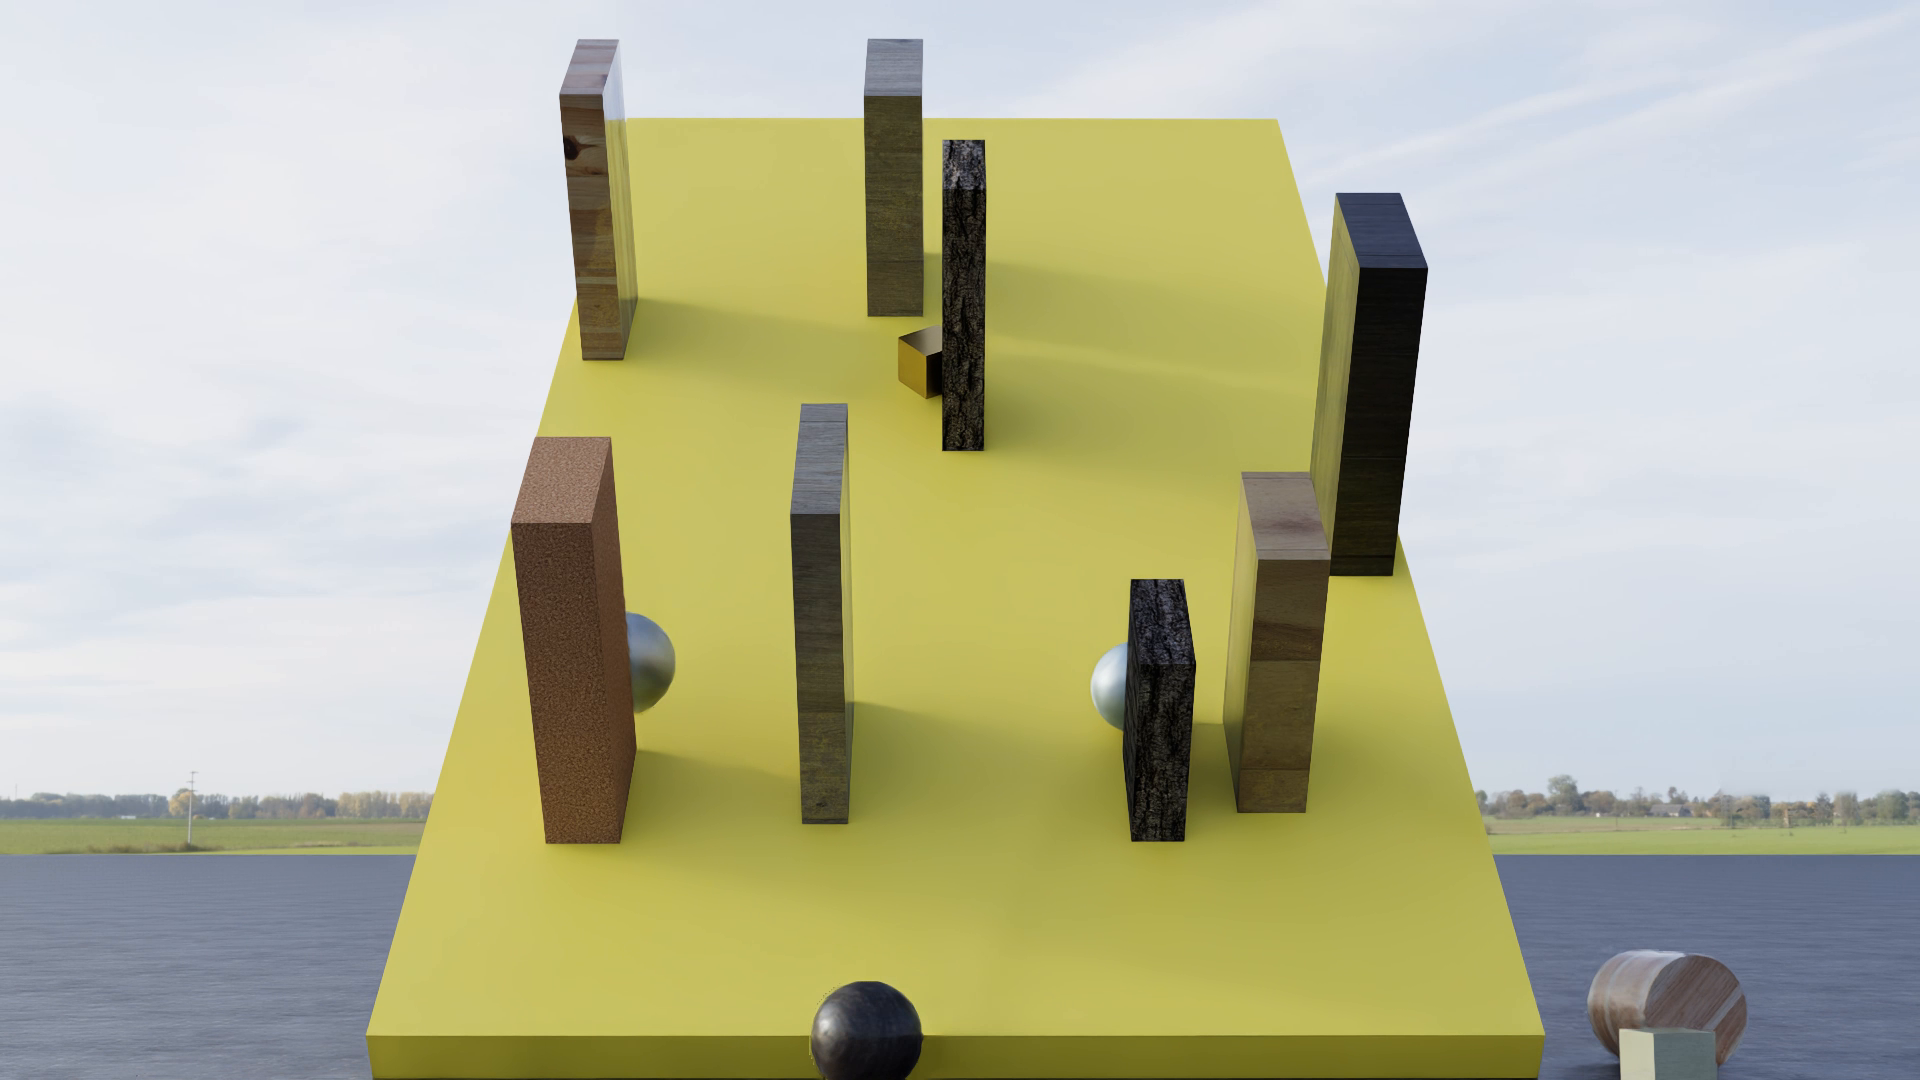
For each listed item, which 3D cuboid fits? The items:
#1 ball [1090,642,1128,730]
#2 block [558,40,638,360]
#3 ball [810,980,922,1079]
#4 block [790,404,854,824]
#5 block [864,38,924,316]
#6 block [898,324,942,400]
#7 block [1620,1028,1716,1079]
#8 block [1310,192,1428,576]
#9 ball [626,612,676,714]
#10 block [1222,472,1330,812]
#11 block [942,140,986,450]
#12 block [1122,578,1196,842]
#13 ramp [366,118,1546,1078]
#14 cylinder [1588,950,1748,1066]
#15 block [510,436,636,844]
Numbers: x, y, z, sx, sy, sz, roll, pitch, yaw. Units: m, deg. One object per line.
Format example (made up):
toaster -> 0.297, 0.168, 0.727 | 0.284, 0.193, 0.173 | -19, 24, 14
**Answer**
ball -> 0.350, 0.291, 4.854 | 0.182, 0.182, 0.182 | 0, -7, 0
block -> -0.902, -0.852, 6.154 | 0.103, 0.715, 0.360 | 0, 32, 0
ball -> -0.150, 0.800, 3.943 | 0.181, 0.181, 0.181 | 0, -7, 0
block -> -0.255, 0.140, 4.614 | 0.087, 0.689, 0.395 | 0, 32, 0
block -> -0.169, -0.948, 6.407 | 0.145, 0.613, 0.392 | 0, 32, 0
block -> -0.069, -0.442, 6.067 | 0.121, 0.121, 0.121 | -21, 38, -30
block -> 1.115, 0.827, 3.859 | 0.107, 0.107, 0.107 | 2, -7, -14
block -> 0.878, -0.335, 5.320 | 0.139, 0.746, 0.369 | 0, 32, 0
ball -> -0.665, 0.244, 4.847 | 0.206, 0.206, 0.206 | 0, -7, 0
block -> 0.593, 0.196, 4.640 | 0.129, 0.574, 0.305 | 0, 32, 0
block -> 0.008, -0.571, 5.754 | 0.099, 0.674, 0.279 | 0, 32, 0
block -> 0.371, 0.319, 4.600 | 0.099, 0.406, 0.278 | 0, 32, 0
ramp -> -0.015, -0.187, 5.871 | 2.000, 0.100, 4.000 | 0, 32, 0
cylinder -> 1.282, 0.852, 4.448 | 0.203, 0.203, 0.203 | 2, -7, -15
block -> -0.704, 0.190, 4.516 | 0.138, 0.706, 0.297 | 0, 32, 0
